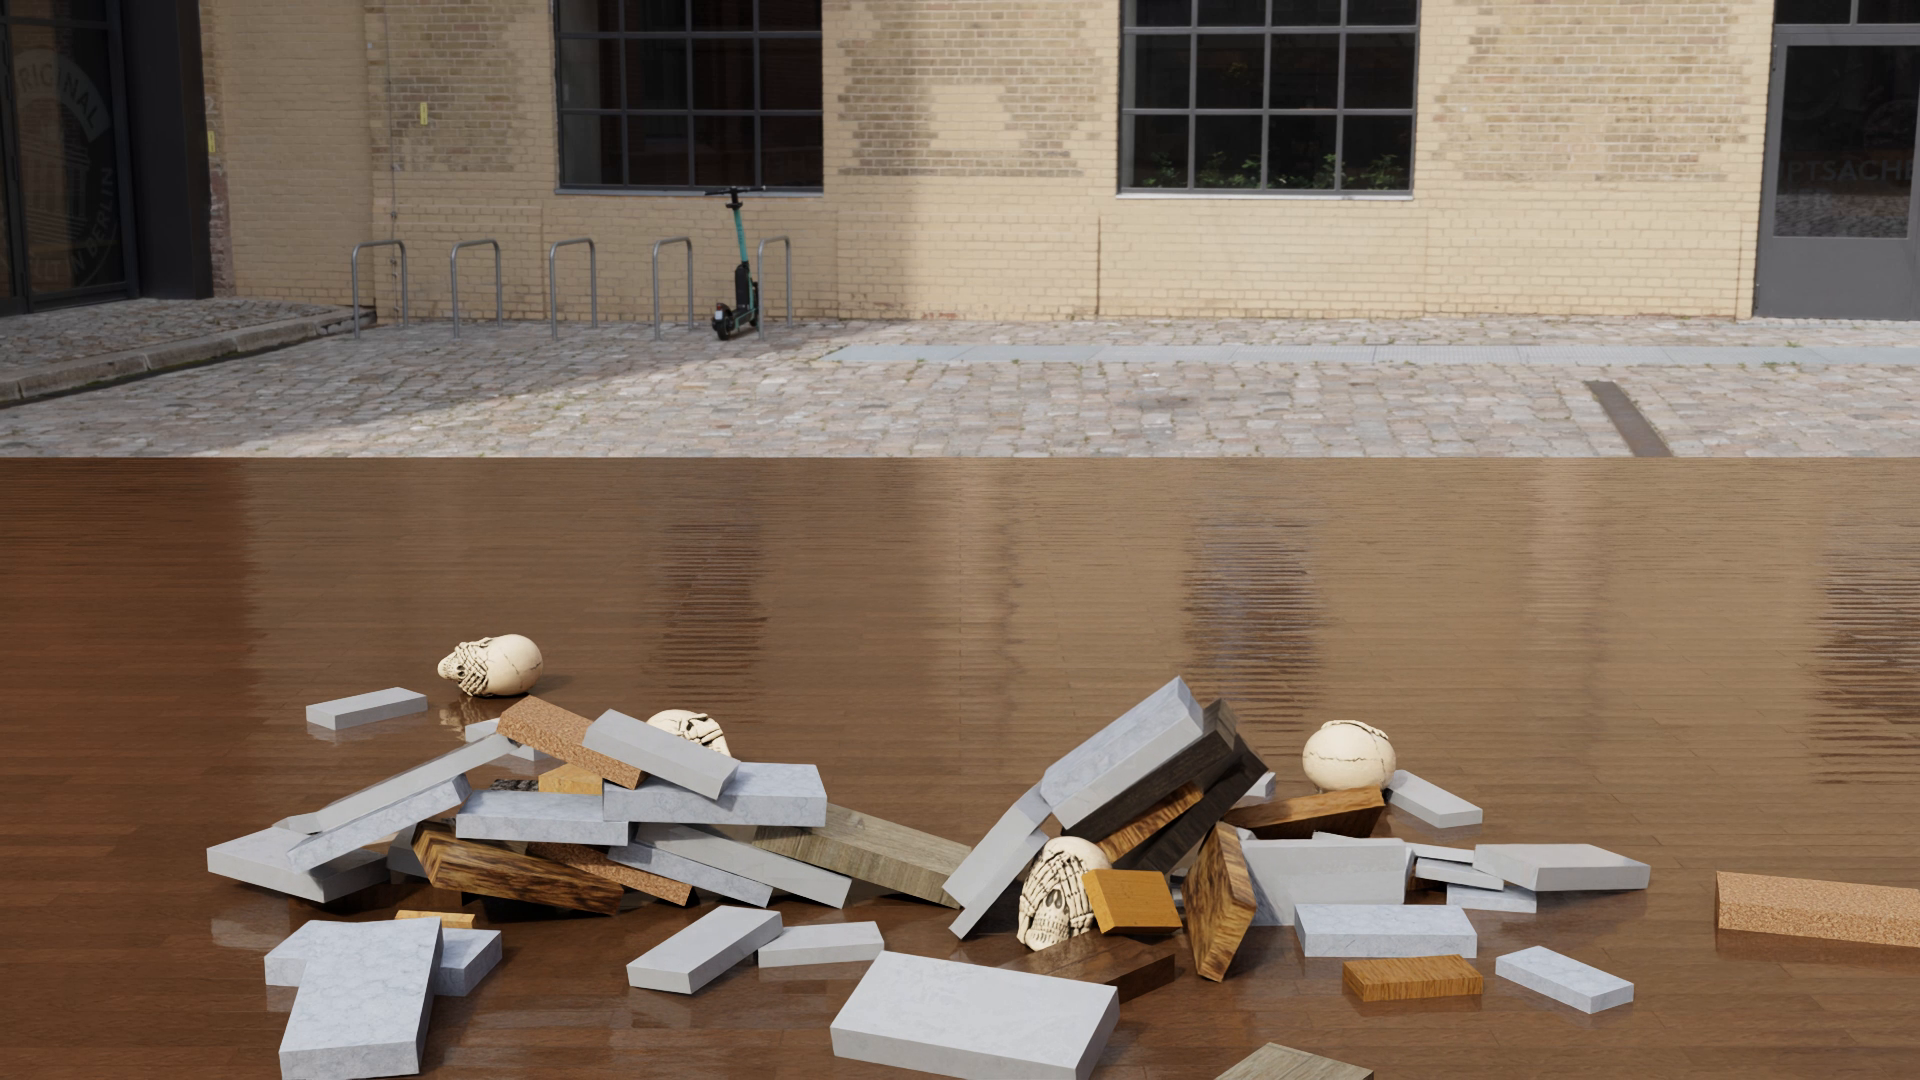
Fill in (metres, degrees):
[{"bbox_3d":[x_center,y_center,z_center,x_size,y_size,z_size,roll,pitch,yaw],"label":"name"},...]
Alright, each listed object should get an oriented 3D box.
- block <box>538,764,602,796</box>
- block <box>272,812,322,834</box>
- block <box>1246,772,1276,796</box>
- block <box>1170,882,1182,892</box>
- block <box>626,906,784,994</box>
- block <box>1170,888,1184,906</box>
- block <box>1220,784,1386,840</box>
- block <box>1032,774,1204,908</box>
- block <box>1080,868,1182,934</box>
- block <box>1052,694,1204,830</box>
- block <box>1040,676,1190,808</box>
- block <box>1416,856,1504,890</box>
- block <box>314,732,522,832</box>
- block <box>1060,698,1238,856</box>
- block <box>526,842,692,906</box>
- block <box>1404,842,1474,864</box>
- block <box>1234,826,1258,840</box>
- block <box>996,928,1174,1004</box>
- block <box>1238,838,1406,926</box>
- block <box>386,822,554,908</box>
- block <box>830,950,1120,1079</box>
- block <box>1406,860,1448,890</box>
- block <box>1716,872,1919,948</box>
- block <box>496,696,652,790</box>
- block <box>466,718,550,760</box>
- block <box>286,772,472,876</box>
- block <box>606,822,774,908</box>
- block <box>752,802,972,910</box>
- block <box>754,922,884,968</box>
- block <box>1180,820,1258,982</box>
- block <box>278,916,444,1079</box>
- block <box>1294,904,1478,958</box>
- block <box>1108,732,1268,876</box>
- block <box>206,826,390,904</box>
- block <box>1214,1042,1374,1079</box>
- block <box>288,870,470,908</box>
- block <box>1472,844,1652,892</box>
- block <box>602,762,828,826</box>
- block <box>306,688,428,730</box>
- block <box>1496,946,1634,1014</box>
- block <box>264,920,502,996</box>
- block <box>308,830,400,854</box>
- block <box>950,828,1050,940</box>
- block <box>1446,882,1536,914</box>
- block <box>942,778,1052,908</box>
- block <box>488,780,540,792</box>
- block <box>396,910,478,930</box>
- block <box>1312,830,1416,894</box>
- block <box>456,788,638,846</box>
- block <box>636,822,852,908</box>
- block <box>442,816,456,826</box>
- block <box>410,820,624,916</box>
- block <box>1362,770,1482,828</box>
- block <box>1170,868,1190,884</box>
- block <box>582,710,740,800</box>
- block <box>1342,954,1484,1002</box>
[{"bbox_3d":[-0.626,0.453,4.059,0.271,0.038,0.135,5,12,26],"label":"block"},{"bbox_3d":[-1.093,0.498,3.939,0.244,0.035,0.122,-8,-9,-31],"label":"block"},{"bbox_3d":[0.519,0.466,4.269,0.171,0.024,0.086,4,11,21],"label":"block"},{"bbox_3d":[0.397,0.581,3.684,0.092,0.013,0.046,1,11,5],"label":"block"},{"bbox_3d":[-0.384,0.619,3.334,0.117,0.033,0.233,0,14,32],"label":"block"},{"bbox_3d":[0.396,0.590,3.628,0.092,0.013,0.046,0,12,1],"label":"block"},{"bbox_3d":[0.573,0.483,3.743,0.275,0.039,0.138,-9,-29,-7],"label":"block"},{"bbox_3d":[0.261,0.477,3.645,0.315,0.045,0.158,-37,6,9],"label":"block"},{"bbox_3d":[0.269,0.564,3.425,0.027,0.095,0.190,-35,-28,29],"label":"block"},{"bbox_3d":[0.276,0.361,3.604,0.275,0.039,0.138,-37,6,12],"label":"block"},{"bbox_3d":[0.255,0.330,3.605,0.278,0.033,0.117,-37,6,13],"label":"block"},{"bbox_3d":[0.832,0.555,3.658,0.142,0.020,0.071,7,5,14],"label":"block"},{"bbox_3d":[-0.879,0.387,3.604,0.337,0.035,0.122,-23,3,-3],"label":"block"},{"bbox_3d":[0.311,0.387,3.605,0.315,0.045,0.158,-36,6,17],"label":"block"},{"bbox_3d":[-0.571,0.520,3.640,0.273,0.039,0.136,20,9,-4],"label":"block"},{"bbox_3d":[0.802,0.531,3.721,0.142,0.020,0.071,4,-12,22],"label":"block"},{"bbox_3d":[0.482,0.526,3.655,0.081,0.023,0.162,10,-30,45],"label":"block"},{"bbox_3d":[0.158,0.649,3.231,0.154,0.044,0.309,10,14,43],"label":"block"},{"bbox_3d":[0.579,0.549,3.530,0.263,0.131,0.037,0,11,-3],"label":"block"},{"bbox_3d":[-0.797,0.537,3.656,0.282,0.040,0.141,14,10,-4],"label":"block"},{"bbox_3d":[0.022,0.661,3.020,0.356,0.050,0.178,4,27,22],"label":"block"},{"bbox_3d":[0.774,0.565,3.738,0.175,0.025,0.087,-4,11,-22],"label":"block"},{"bbox_3d":[1.381,0.592,3.536,0.309,0.044,0.154,3,11,16],"label":"block"},{"bbox_3d":[-0.614,0.327,3.561,0.244,0.035,0.122,22,13,6],"label":"block"},{"bbox_3d":[-0.908,0.409,4.554,0.229,0.032,0.114,9,14,41],"label":"block"},{"bbox_3d":[-0.929,0.452,3.529,0.281,0.038,0.135,-23,3,-4],"label":"block"},{"bbox_3d":[-0.446,0.526,3.638,0.273,0.039,0.136,19,9,-11],"label":"block"},{"bbox_3d":[-0.160,0.511,3.672,0.355,0.050,0.177,17,11,-1],"label":"block"},{"bbox_3d":[-0.220,0.626,3.404,0.193,0.027,0.095,-2,11,-11],"label":"block"},{"bbox_3d":[0.402,0.558,3.436,0.037,0.131,0.343,23,12,-4],"label":"block"},{"bbox_3d":[-0.837,0.643,3.103,0.178,0.050,0.356,-3,18,-7],"label":"block"},{"bbox_3d":[0.665,0.612,3.448,0.263,0.037,0.131,0,11,1],"label":"block"},{"bbox_3d":[0.373,0.459,3.635,0.045,0.315,0.157,43,4,-5],"label":"block"},{"bbox_3d":[-1.094,0.535,3.637,0.282,0.040,0.141,7,12,32],"label":"block"},{"bbox_3d":[0.331,0.743,2.726,0.154,0.044,0.498,8,13,36],"label":"block"},{"bbox_3d":[-0.960,0.570,3.669,0.282,0.040,0.141,0,11,-2],"label":"block"},{"bbox_3d":[1.006,0.546,3.673,0.275,0.039,0.138,5,6,-33],"label":"block"},{"bbox_3d":[-0.405,0.413,3.604,0.355,0.050,0.177,3,11,-11],"label":"block"},{"bbox_3d":[-1.290,0.366,4.787,0.114,0.032,0.229,10,14,42],"label":"block"},{"bbox_3d":[0.897,0.652,3.266,0.092,0.026,0.184,-7,12,-32],"label":"block"},{"bbox_3d":[-0.869,0.631,3.326,0.310,0.044,0.155,2,11,8],"label":"block"},{"bbox_3d":[-1.059,0.537,3.868,0.229,0.032,0.114,-7,13,-34],"label":"block"},{"bbox_3d":[0.062,0.540,3.464,0.027,0.190,0.095,41,14,7],"label":"block"},{"bbox_3d":[0.875,0.588,3.624,0.142,0.020,0.071,2,11,12],"label":"block"},{"bbox_3d":[0.083,0.488,3.624,0.050,0.178,0.356,41,10,7],"label":"block"},{"bbox_3d":[-0.838,0.478,4.222,0.123,0.017,0.062,1,11,6],"label":"block"},{"bbox_3d":[-0.808,0.606,3.407,0.123,0.062,0.017,2,32,9],"label":"block"},{"bbox_3d":[0.665,0.545,3.677,0.175,0.087,0.025,7,-25,32],"label":"block"},{"bbox_3d":[-0.664,0.448,3.560,0.273,0.039,0.136,3,11,0],"label":"block"},{"bbox_3d":[-0.355,0.506,3.663,0.355,0.050,0.177,19,9,-5],"label":"block"},{"bbox_3d":[-0.732,0.514,3.956,0.359,0.044,0.155,-6,12,-30],"label":"block"},{"bbox_3d":[-0.713,0.527,3.542,0.311,0.044,0.155,15,11,-31],"label":"block"},{"bbox_3d":[0.870,0.487,4.152,0.092,0.026,0.274,-4,11,-20],"label":"block"},{"bbox_3d":[0.403,0.567,3.681,0.092,0.013,0.046,5,10,29],"label":"block"},{"bbox_3d":[-0.480,0.344,3.544,0.233,0.033,0.117,21,13,4],"label":"block"},{"bbox_3d":[0.673,0.651,3.271,0.184,0.026,0.092,-2,11,-9],"label":"block"}]
